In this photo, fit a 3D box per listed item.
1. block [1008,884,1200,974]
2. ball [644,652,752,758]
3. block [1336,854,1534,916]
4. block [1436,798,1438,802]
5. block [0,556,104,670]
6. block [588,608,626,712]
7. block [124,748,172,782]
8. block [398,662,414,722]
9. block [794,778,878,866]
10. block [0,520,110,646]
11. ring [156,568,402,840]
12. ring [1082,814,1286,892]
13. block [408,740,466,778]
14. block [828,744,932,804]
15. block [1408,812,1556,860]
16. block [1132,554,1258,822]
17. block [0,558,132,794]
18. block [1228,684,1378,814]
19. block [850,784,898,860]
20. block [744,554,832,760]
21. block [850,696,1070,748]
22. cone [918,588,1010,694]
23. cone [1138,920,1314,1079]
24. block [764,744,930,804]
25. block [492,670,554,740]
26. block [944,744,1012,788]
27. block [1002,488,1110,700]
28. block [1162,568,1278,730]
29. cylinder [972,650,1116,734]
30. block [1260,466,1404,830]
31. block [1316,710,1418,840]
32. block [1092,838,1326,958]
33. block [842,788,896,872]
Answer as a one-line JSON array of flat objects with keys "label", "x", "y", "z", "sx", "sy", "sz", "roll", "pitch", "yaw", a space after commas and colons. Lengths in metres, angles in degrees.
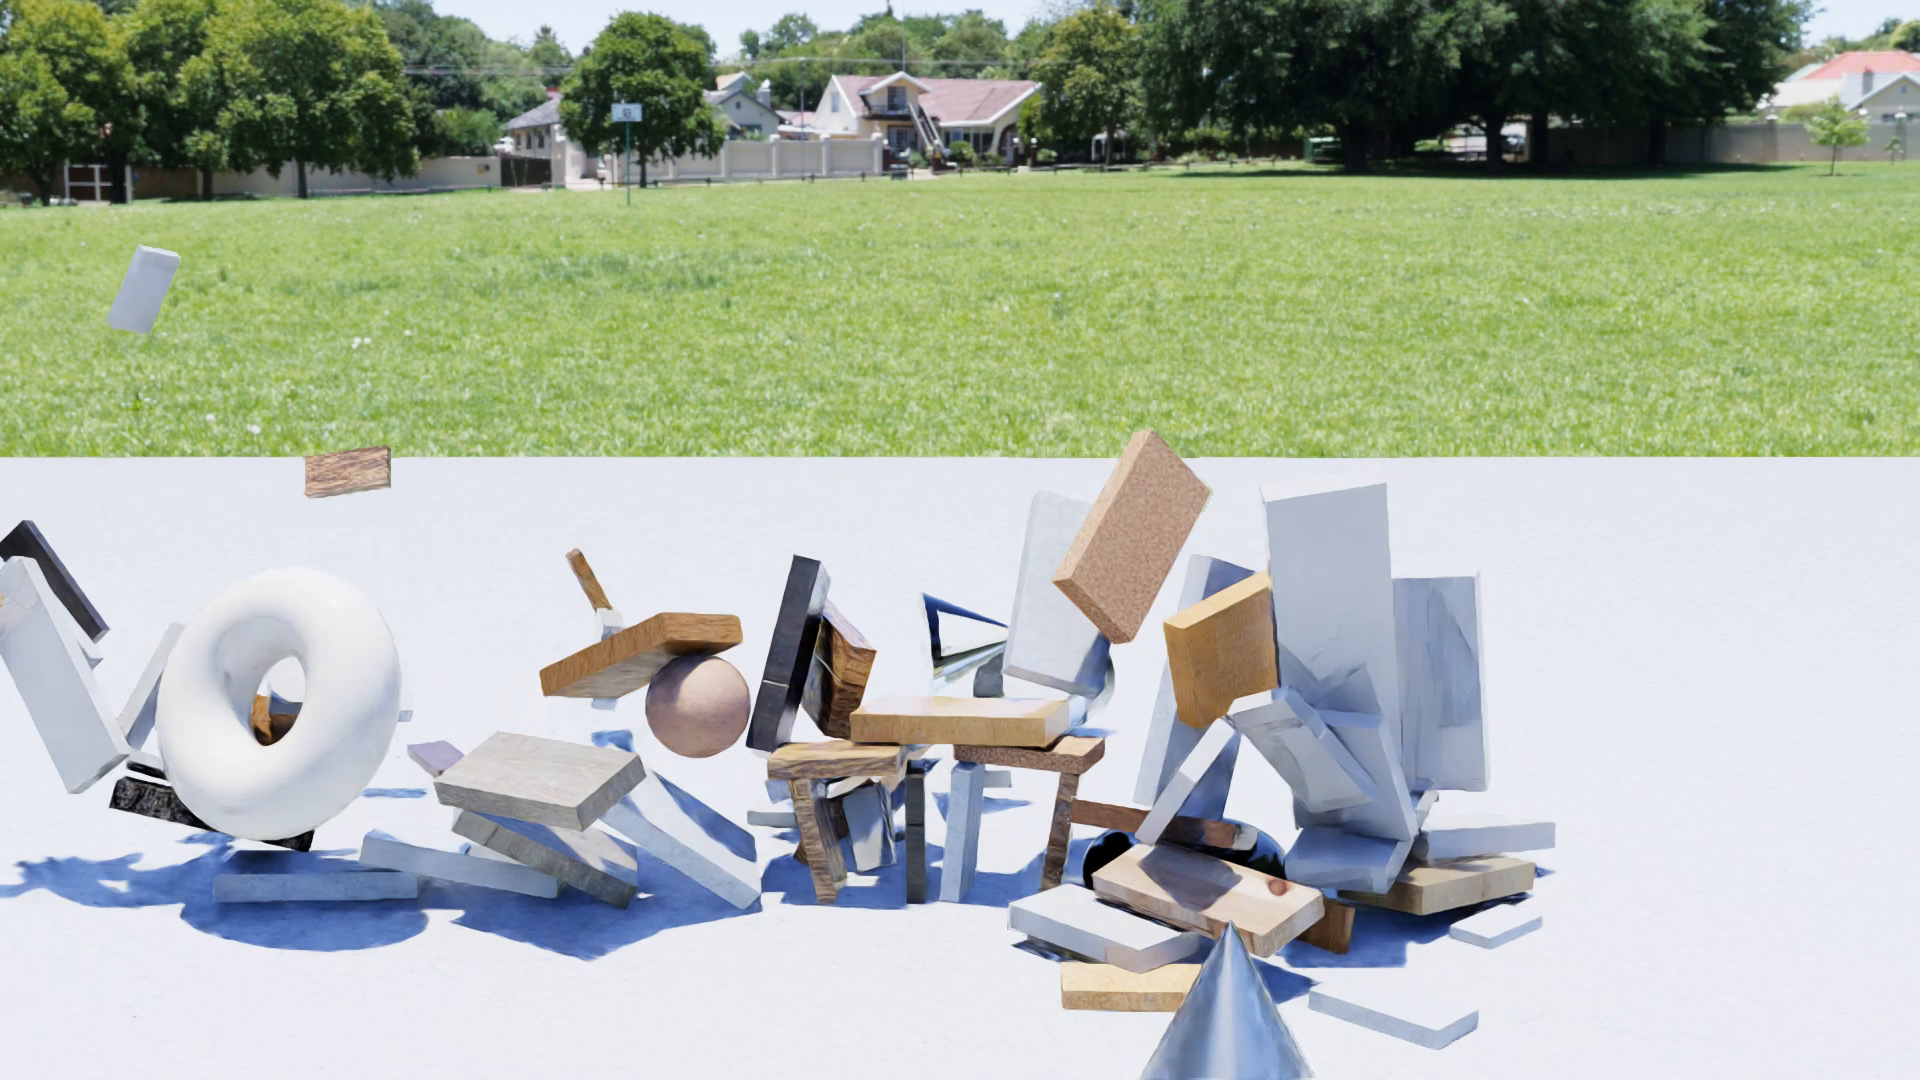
[{"label": "block", "x": 0.219, "y": 0.594, "z": 3.374, "sx": 0.136, "sy": 0.039, "sz": 0.273, "roll": -10, "pitch": 14, "yaw": -42}, {"label": "ball", "x": -0.434, "y": 0.274, "z": 3.643, "sx": 0.175, "sy": 0.175, "sz": 0.175, "roll": 0, "pitch": 11, "yaw": 0}, {"label": "block", "x": 0.781, "y": 0.555, "z": 3.598, "sx": 0.325, "sy": 0.046, "sz": 0.162, "roll": -1, "pitch": 4, "yaw": -44}, {"label": "block", "x": 0.793, "y": 0.427, "z": 4.089, "sx": 0.133, "sy": 0.133, "sz": 0.133, "roll": -3, "pitch": -6, "yaw": -15}, {"label": "block", "x": -1.561, "y": 0.153, "z": 3.718, "sx": 0.233, "sy": 0.117, "sz": 0.033, "roll": 48, "pitch": 11, "yaw": 11}, {"label": "block", "x": -0.721, "y": 0.240, "z": 4.479, "sx": 0.047, "sy": 0.167, "sz": 0.333, "roll": 8, "pitch": 2, "yaw": -12}, {"label": "block", "x": -1.323, "y": 0.386, "z": 3.679, "sx": 0.140, "sy": 0.020, "sz": 0.070, "roll": 20, "pitch": -25, "yaw": -16}, {"label": "block", "x": -1.057, "y": 0.252, "z": 3.747, "sx": 0.237, "sy": 0.031, "sz": 0.111, "roll": 7, "pitch": 41, "yaw": -26}, {"label": "block", "x": -0.215, "y": 0.493, "z": 3.855, "sx": 0.027, "sy": 0.095, "sz": 0.191, "roll": 35, "pitch": 28, "yaw": 15}, {"label": "block", "x": -1.545, "y": 0.083, "z": 3.742, "sx": 0.076, "sy": 0.246, "sz": 0.021, "roll": -41, "pitch": -11, "yaw": 12}, {"label": "ring", "x": -1.088, "y": 0.258, "z": 3.509, "sx": 0.443, "sy": 0.443, "sz": 0.148, "roll": 5, "pitch": -13, "yaw": 25}, {"label": "ring", "x": 0.372, "y": 0.543, "z": 3.615, "sx": 0.343, "sy": 0.114, "sz": 0.343, "roll": -1, "pitch": 11, "yaw": 0}, {"label": "block", "x": -1.037, "y": 0.442, "z": 4.406, "sx": 0.080, "sy": 0.023, "sz": 0.211, "roll": -6, "pitch": 12, "yaw": -30}, {"label": "block", "x": -0.148, "y": 0.441, "z": 4.263, "sx": 0.119, "sy": 0.034, "sz": 0.419, "roll": -20, "pitch": 5, "yaw": 16}, {"label": "block", "x": 0.842, "y": 0.501, "z": 3.734, "sx": 0.325, "sy": 0.046, "sz": 0.162, "roll": 2, "pitch": -1, "yaw": -37}, {"label": "block", "x": 0.403, "y": 0.244, "z": 3.595, "sx": 0.168, "sy": 0.414, "sz": 0.048, "roll": 17, "pitch": -6, "yaw": -40}, {"label": "block", "x": -1.502, "y": 0.223, "z": 3.637, "sx": 0.117, "sy": 0.392, "sz": 0.033, "roll": -37, "pitch": -17, "yaw": 13}, {"label": "block", "x": 0.529, "y": 0.325, "z": 3.397, "sx": 0.116, "sy": 0.232, "sz": 0.033, "roll": -20, "pitch": 29, "yaw": 46}, {"label": "block", "x": -0.149, "y": 0.492, "z": 3.810, "sx": 0.065, "sy": 0.130, "sz": 0.018, "roll": -11, "pitch": -13, "yaw": 19}, {"label": "block", "x": -0.292, "y": 0.206, "z": 3.756, "sx": 0.047, "sy": 0.333, "sz": 0.167, "roll": 13, "pitch": -11, "yaw": 6}, {"label": "block", "x": 0.001, "y": 0.300, "z": 3.656, "sx": 0.330, "sy": 0.047, "sz": 0.165, "roll": 0, "pitch": 7, "yaw": 16}, {"label": "cone", "x": 0.033, "y": 0.185, "z": 4.107, "sx": 0.198, "sy": 0.198, "sz": 0.198, "roll": -2, "pitch": 11, "yaw": -10}, {"label": "cone", "x": 0.350, "y": 0.609, "z": 2.862, "sx": 0.250, "sy": 0.250, "sz": 0.250, "roll": -1, "pitch": 12, "yaw": 0}, {"label": "block", "x": -0.181, "y": 0.386, "z": 3.898, "sx": 0.330, "sy": 0.047, "sz": 0.165, "roll": -26, "pitch": -8, "yaw": 42}, {"label": "block", "x": -0.829, "y": 0.339, "z": 4.182, "sx": 0.095, "sy": 0.027, "sz": 0.191, "roll": -11, "pitch": 51, "yaw": -10}, {"label": "block", "x": 0.034, "y": 0.442, "z": 4.373, "sx": 0.119, "sy": 0.034, "sz": 0.239, "roll": -1, "pitch": 11, "yaw": -3}, {"label": "block", "x": 0.184, "y": 0.092, "z": 3.784, "sx": 0.168, "sy": 0.336, "sz": 0.048, "roll": 16, "pitch": -26, "yaw": -12}, {"label": "block", "x": 0.492, "y": 0.148, "z": 3.550, "sx": 0.358, "sy": 0.179, "sz": 0.051, "roll": -25, "pitch": 26, "yaw": -28}, {"label": "cylinder", "x": 0.178, "y": 0.304, "z": 4.606, "sx": 0.221, "sy": 0.221, "sz": 0.221, "roll": 6, "pitch": 12, "yaw": 29}, {"label": "block", "x": 0.583, "y": 0.179, "z": 3.415, "sx": 0.179, "sy": 0.623, "sz": 0.051, "roll": -9, "pitch": 31, "yaw": 2}, {"label": "block", "x": 0.633, "y": 0.369, "z": 3.441, "sx": 0.116, "sy": 0.232, "sz": 0.033, "roll": 2, "pitch": 38, "yaw": 35}, {"label": "block", "x": 0.373, "y": 0.539, "z": 3.343, "sx": 0.136, "sy": 0.039, "sz": 0.350, "roll": -27, "pitch": 25, "yaw": -35}, {"label": "block", "x": -0.156, "y": 0.499, "z": 3.775, "sx": 0.065, "sy": 0.130, "sz": 0.018, "roll": -16, "pitch": -14, "yaw": 8}]
